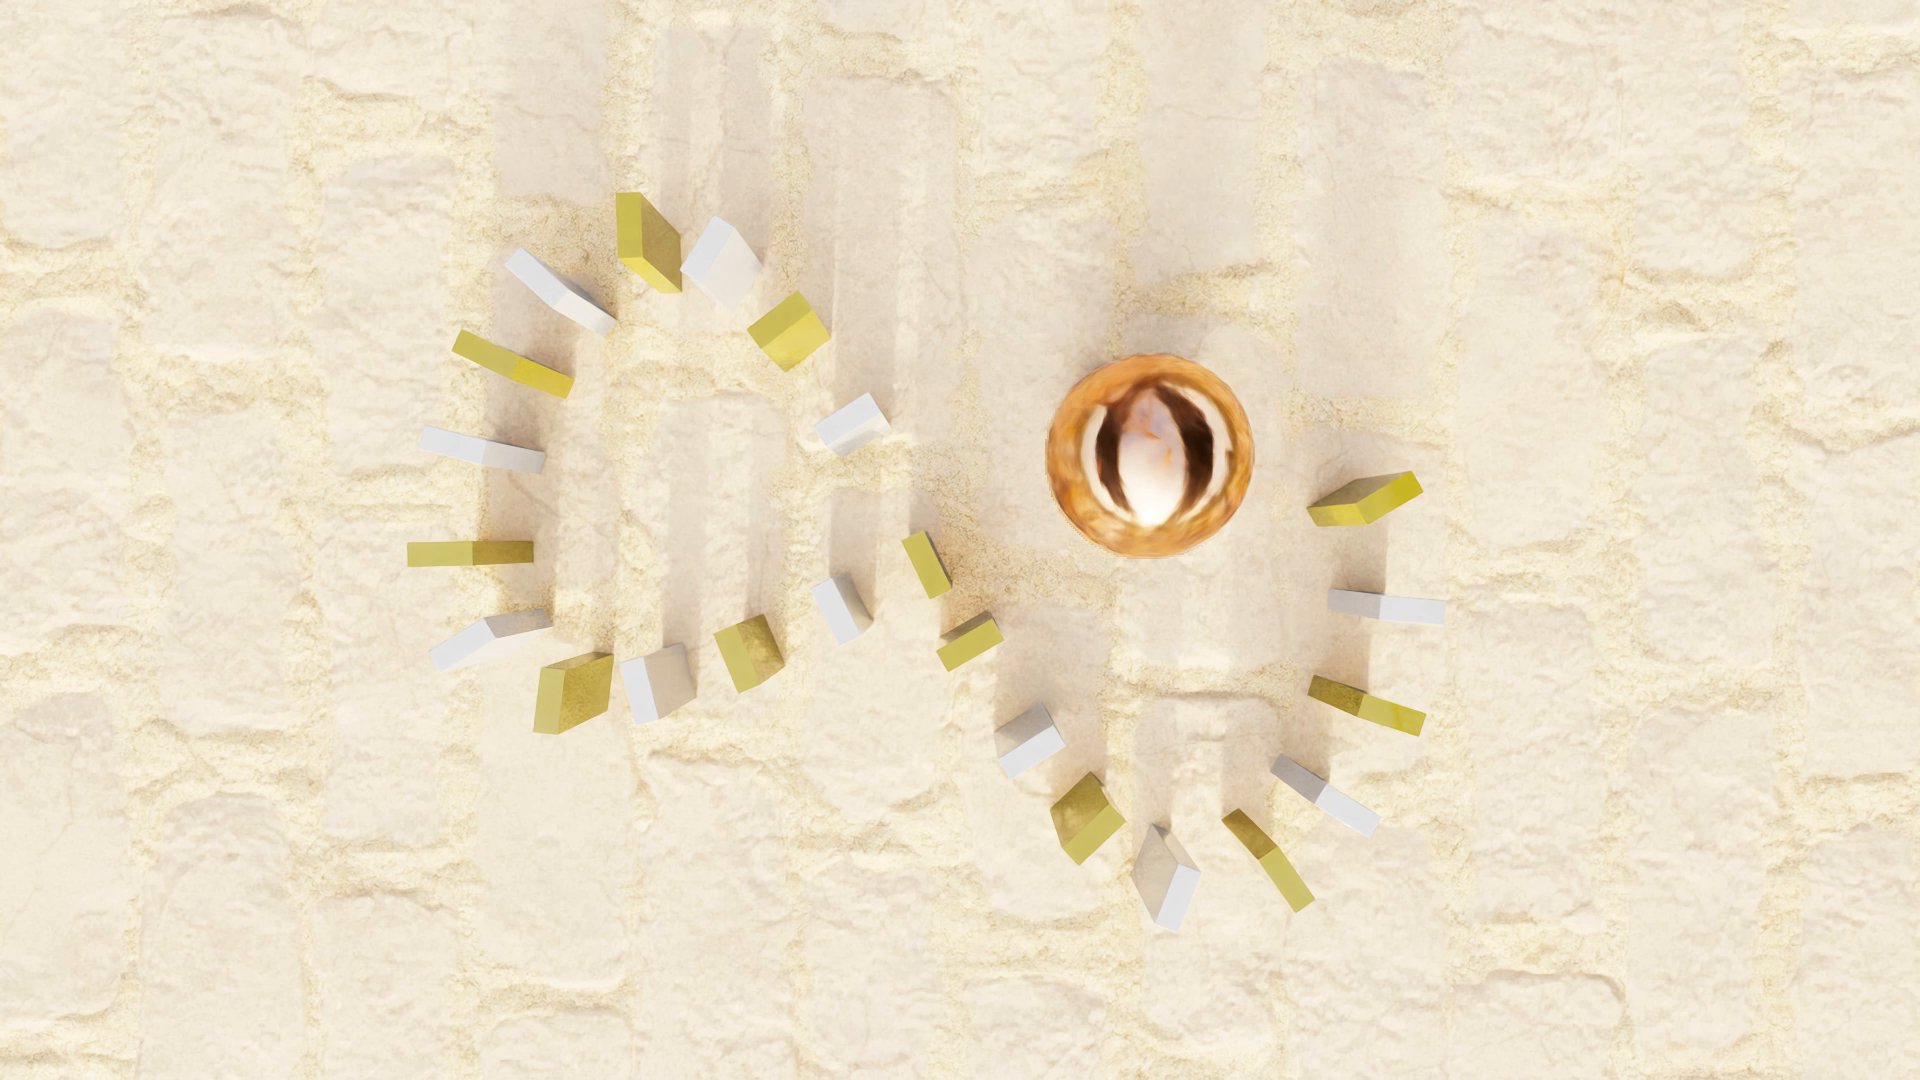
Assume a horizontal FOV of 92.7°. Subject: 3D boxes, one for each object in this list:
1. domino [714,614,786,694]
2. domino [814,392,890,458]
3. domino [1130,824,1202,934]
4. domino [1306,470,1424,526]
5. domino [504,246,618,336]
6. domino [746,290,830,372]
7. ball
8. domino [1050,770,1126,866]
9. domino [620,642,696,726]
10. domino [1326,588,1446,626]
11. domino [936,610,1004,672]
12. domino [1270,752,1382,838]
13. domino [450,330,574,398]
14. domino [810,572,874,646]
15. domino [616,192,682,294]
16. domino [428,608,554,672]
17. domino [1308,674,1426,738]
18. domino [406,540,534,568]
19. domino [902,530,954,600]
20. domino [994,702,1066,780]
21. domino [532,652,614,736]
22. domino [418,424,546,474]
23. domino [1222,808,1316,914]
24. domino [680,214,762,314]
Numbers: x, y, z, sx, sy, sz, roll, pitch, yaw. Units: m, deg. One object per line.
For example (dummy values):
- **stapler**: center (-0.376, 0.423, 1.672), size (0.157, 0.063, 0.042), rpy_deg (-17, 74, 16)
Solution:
- **domino**: center (-0.085, 0.045, 0.375), size (0.009, 0.050, 0.025), rpy_deg (-23, 90, 0)
- **domino**: center (-0.043, -0.046, 0.375), size (0.025, 0.050, 0.009), rpy_deg (-32, 90, 0)
- **domino**: center (0.083, 0.137, 0.375), size (0.009, 0.050, 0.025), rpy_deg (22, 90, 0)
- **domino**: center (0.164, -0.016, 0.375), size (0.025, 0.050, 0.009), rpy_deg (-30, 90, 0)
- **domino**: center (-0.162, -0.100, 0.375), size (0.025, 0.050, 0.010), rpy_deg (42, 90, 0)
- **domino**: center (-0.069, -0.084, 0.375), size (0.025, 0.050, 0.009), rpy_deg (-37, 90, 0)
- **ball**: center (0.074, -0.033, 0.360), size (0.080, 0.080, 0.080), rpy_deg (0, 90, 0)
- **domino**: center (0.051, 0.113, 0.375), size (0.025, 0.050, 0.010), rpy_deg (-43, 90, 0)
- **domino**: center (-0.123, 0.058, 0.375), size (0.010, 0.050, 0.025), rpy_deg (-14, 90, 0)
- **domino**: center (0.173, 0.027, 0.375), size (0.025, 0.050, 0.010), rpy_deg (5, 90, 0)
- **domino**: center (0.004, 0.040, 0.375), size (0.025, 0.050, 0.010), rpy_deg (-30, 90, 0)
- **domino**: center (0.148, 0.103, 0.375), size (0.025, 0.050, 0.009), rpy_deg (31, 90, 0)
- **domino**: center (-0.181, -0.071, 0.375), size (0.025, 0.050, 0.009), rpy_deg (26, 90, 0)
- **domino**: center (-0.048, 0.027, 0.375), size (0.009, 0.050, 0.025), rpy_deg (-27, 90, 0)
- **domino**: center (-0.126, -0.120, 0.375), size (0.010, 0.050, 0.025), rpy_deg (-2, 90, 0)
- **domino**: center (-0.190, 0.040, 0.375), size (0.025, 0.050, 0.010), rpy_deg (-32, 90, 0)
- **domino**: center (0.165, 0.067, 0.375), size (0.025, 0.050, 0.010), rpy_deg (18, 90, 0)
- **domino**: center (-0.199, 0.005, 0.375), size (0.025, 0.050, 0.009), rpy_deg (-1, 90, 0)
- **domino**: center (-0.013, 0.010, 0.375), size (0.009, 0.050, 0.025), rpy_deg (-26, 90, 0)
- **domino**: center (0.027, 0.081, 0.375), size (0.025, 0.050, 0.010), rpy_deg (-32, 90, 0)
- **domino**: center (-0.157, 0.062, 0.375), size (0.010, 0.050, 0.025), rpy_deg (7, 90, 0)
- **domino**: center (-0.194, -0.036, 0.375), size (0.025, 0.050, 0.009), rpy_deg (15, 90, 0)
- **domino**: center (0.125, 0.130, 0.375), size (0.010, 0.050, 0.025), rpy_deg (-35, 90, 0)
- **domino**: center (-0.097, -0.111, 0.375), size (0.010, 0.050, 0.025), rpy_deg (32, 90, 0)
